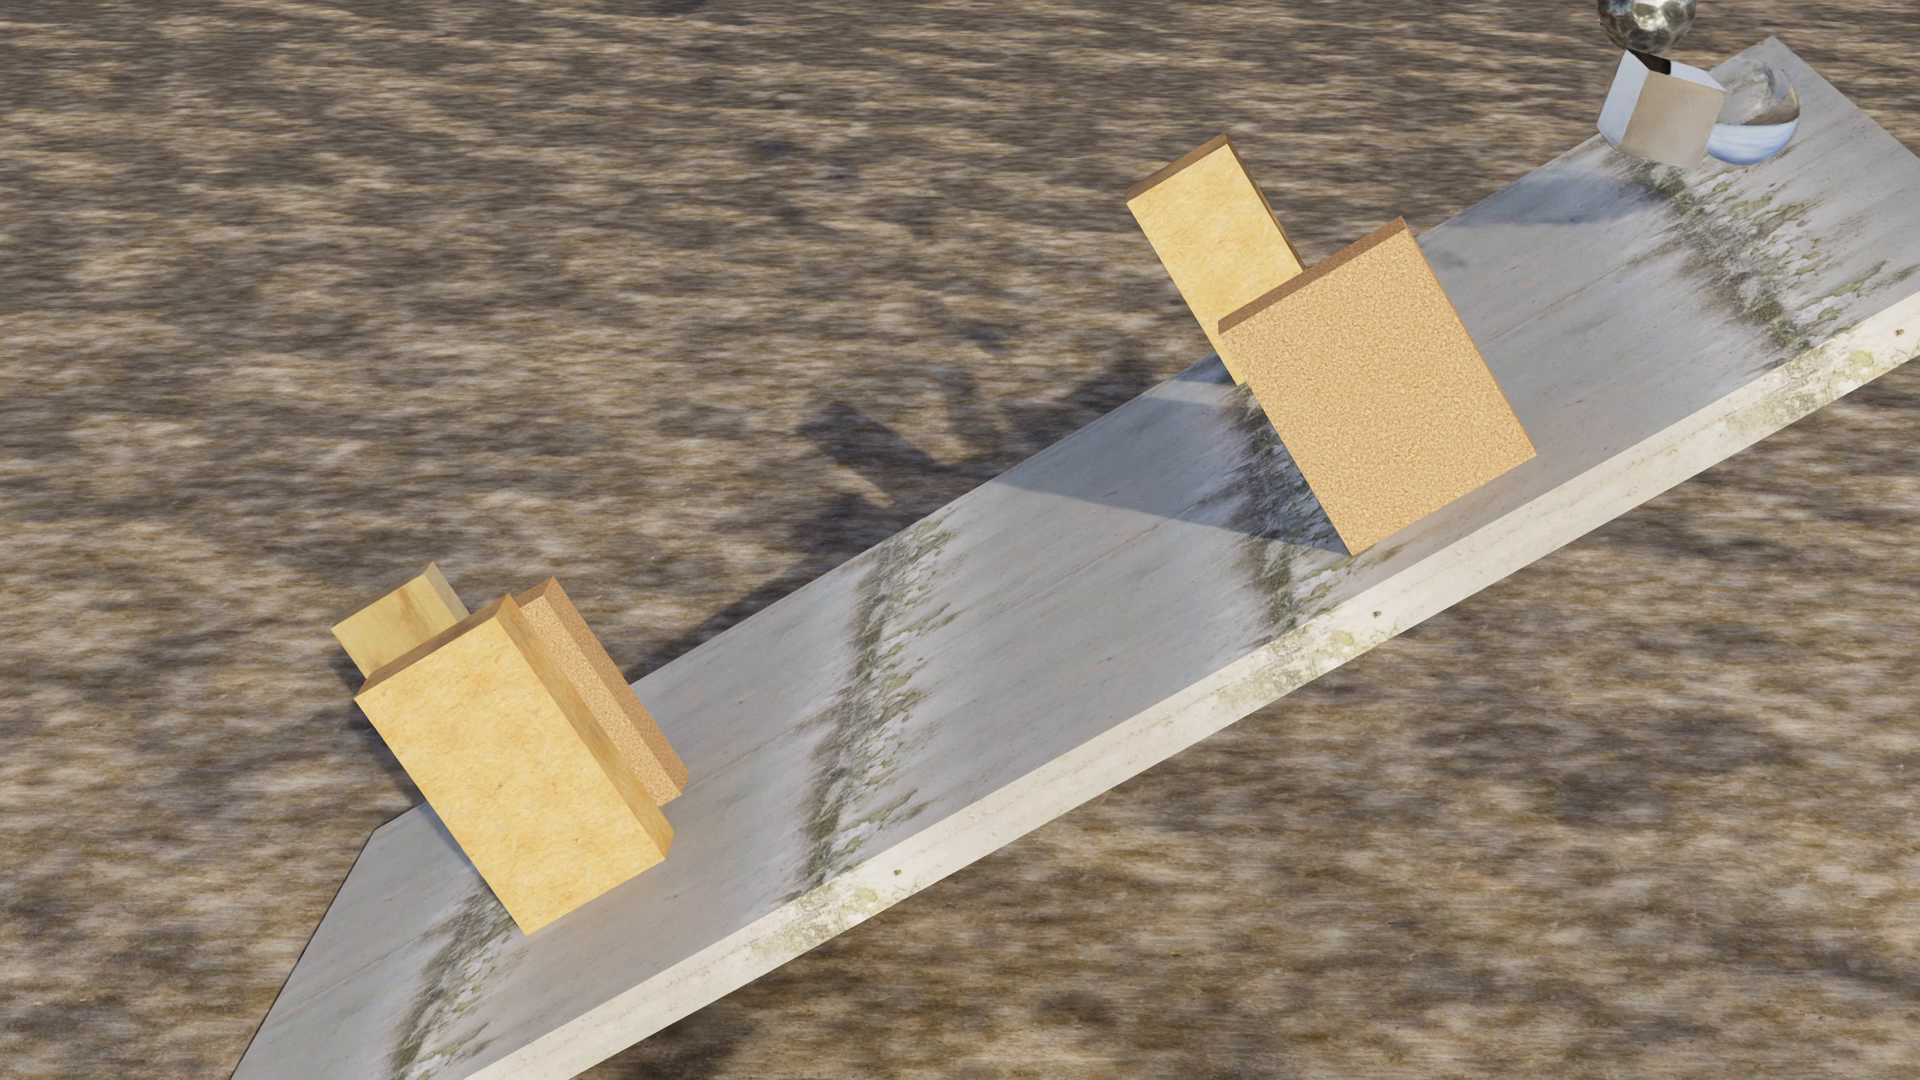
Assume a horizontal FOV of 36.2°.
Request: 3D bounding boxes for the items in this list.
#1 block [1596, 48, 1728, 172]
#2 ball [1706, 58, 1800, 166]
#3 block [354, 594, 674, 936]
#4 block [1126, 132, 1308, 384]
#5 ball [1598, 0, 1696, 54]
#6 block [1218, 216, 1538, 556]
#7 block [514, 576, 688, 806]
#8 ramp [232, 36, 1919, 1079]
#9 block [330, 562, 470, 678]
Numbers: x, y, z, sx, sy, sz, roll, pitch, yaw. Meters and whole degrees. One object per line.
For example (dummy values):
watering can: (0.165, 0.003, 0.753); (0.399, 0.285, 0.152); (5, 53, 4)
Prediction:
block: (1.311, -0.805, 5.500); (0.158, 0.158, 0.158); (14, 22, -10)
ball: (1.516, -0.826, 5.682); (0.205, 0.205, 0.205); (0, 19, 0)
block: (-0.918, 0.469, 6.099); (0.353, 0.623, 0.134); (-29, 15, 13)
block: (0.620, -0.642, 6.714); (0.261, 0.498, 0.141); (-29, 15, 13)
ball: (1.317, -1.023, 5.638); (0.183, 0.183, 0.183); (0, 19, 0)
block: (0.750, -0.274, 5.297); (0.377, 0.483, 0.100); (-29, 15, 13)
block: (-0.875, 0.389, 6.430); (0.304, 0.538, 0.121); (-29, 15, 13)
ramp: (0.141, 0.169, 6.289); (4.000, 0.100, 2.000); (-29, 15, 13)
block: (-1.173, 0.383, 6.886); (0.266, 0.631, 0.089); (-29, 15, 13)
